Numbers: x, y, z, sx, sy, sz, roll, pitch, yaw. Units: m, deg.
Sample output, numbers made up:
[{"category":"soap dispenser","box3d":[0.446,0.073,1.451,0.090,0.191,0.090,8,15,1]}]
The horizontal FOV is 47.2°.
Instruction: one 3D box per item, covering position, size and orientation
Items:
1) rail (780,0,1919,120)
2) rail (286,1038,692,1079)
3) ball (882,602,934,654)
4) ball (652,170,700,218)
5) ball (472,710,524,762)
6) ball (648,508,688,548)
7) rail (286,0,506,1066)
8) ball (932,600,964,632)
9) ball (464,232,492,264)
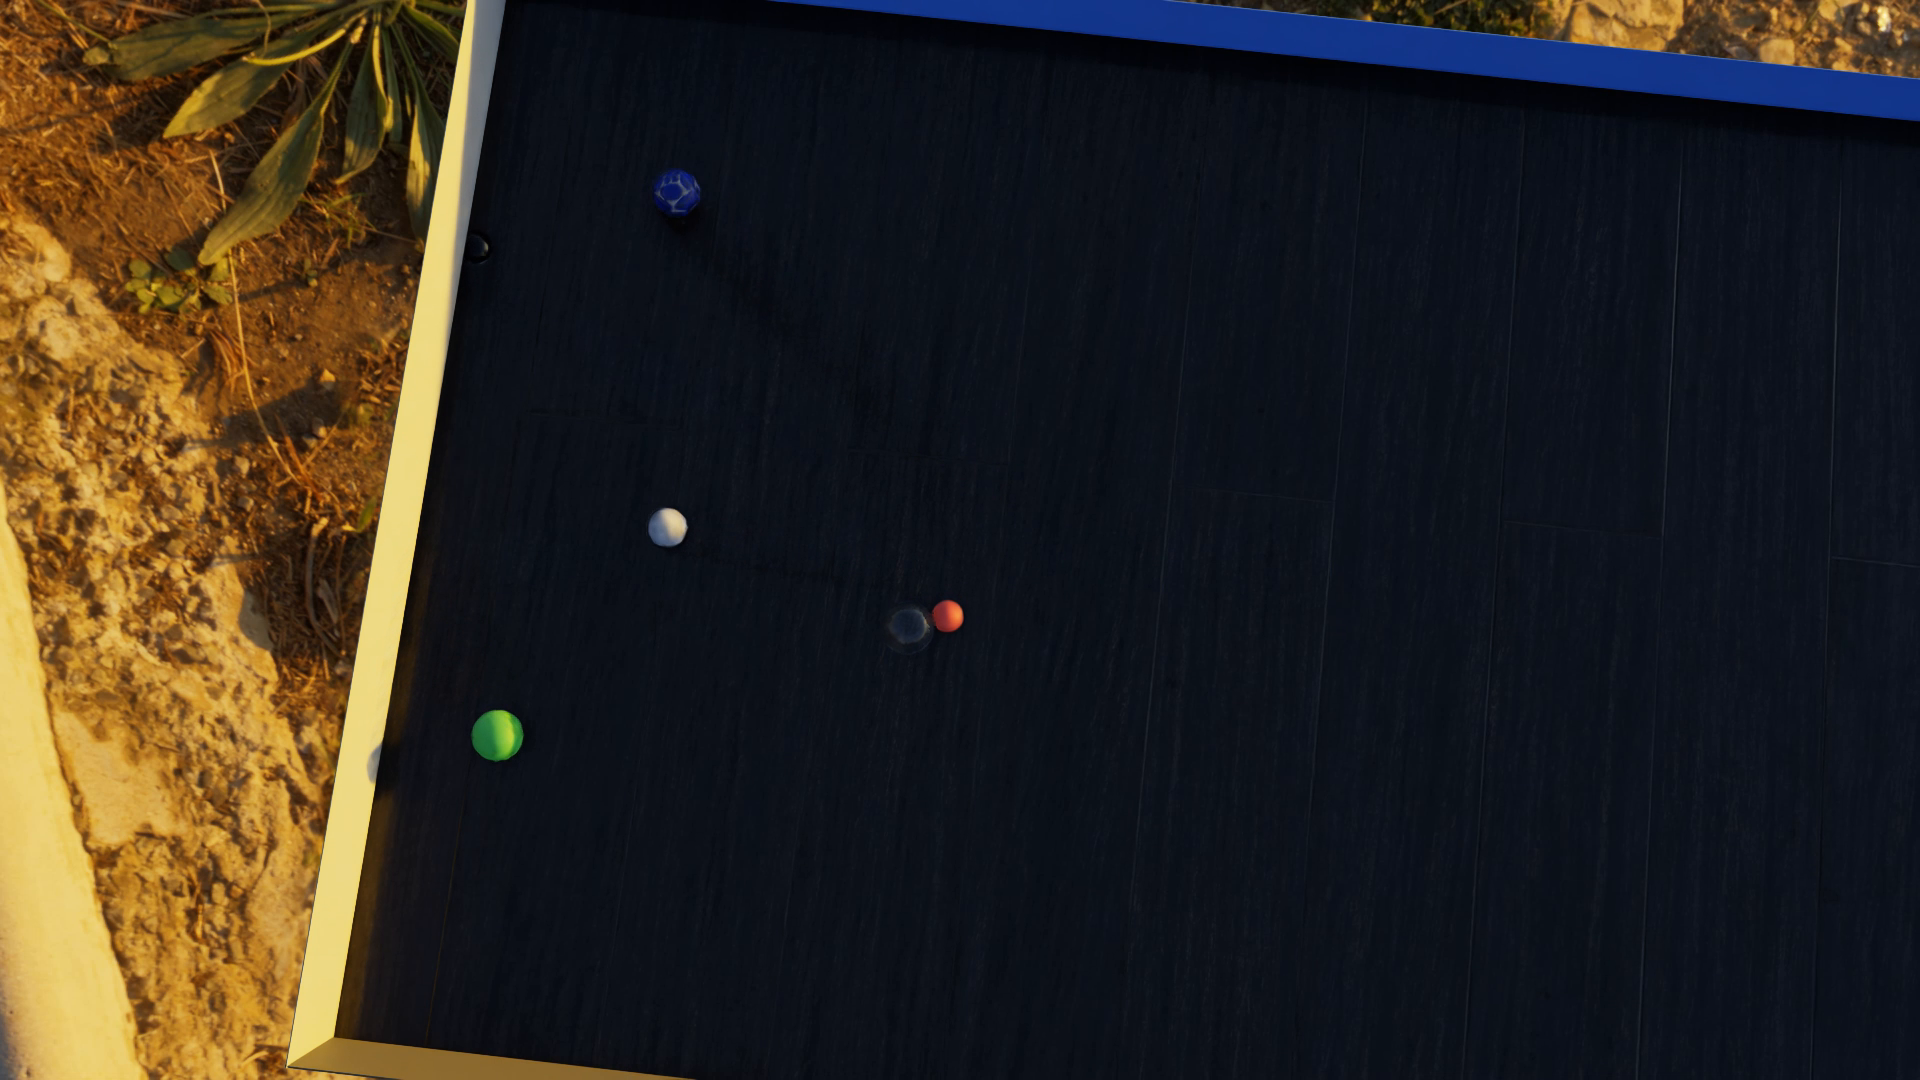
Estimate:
[{"category":"rail","box3d":[0.943,-0.735,3.437,3.414,0.102,0.045,6,78,1]},{"category":"rail","box3d":[0.753,0.914,3.096,3.414,0.102,0.045,6,78,1]},{"category":"ball","box3d":[-0.078,0.130,3.271,0.079,0.079,0.079,0,78,0]},{"category":"ball","box3d":[-0.439,-0.538,3.412,0.074,0.074,0.074,0,78,0]},{"category":"ball","box3d":[-0.682,0.288,3.240,0.076,0.076,0.076,0,78,0]},{"category":"ball","box3d":[-0.440,-0.019,3.312,0.060,0.060,0.060,0,78,0]},{"category":"rail","box3d":[-0.825,-0.095,3.305,0.045,0.102,1.742,6,78,1]},{"category":"ball","box3d":[-0.018,0.114,3.290,0.048,0.048,0.048,0,78,0]},{"category":"ball","box3d":[-0.749,-0.452,3.407,0.049,0.049,0.049,0,78,0]}]
